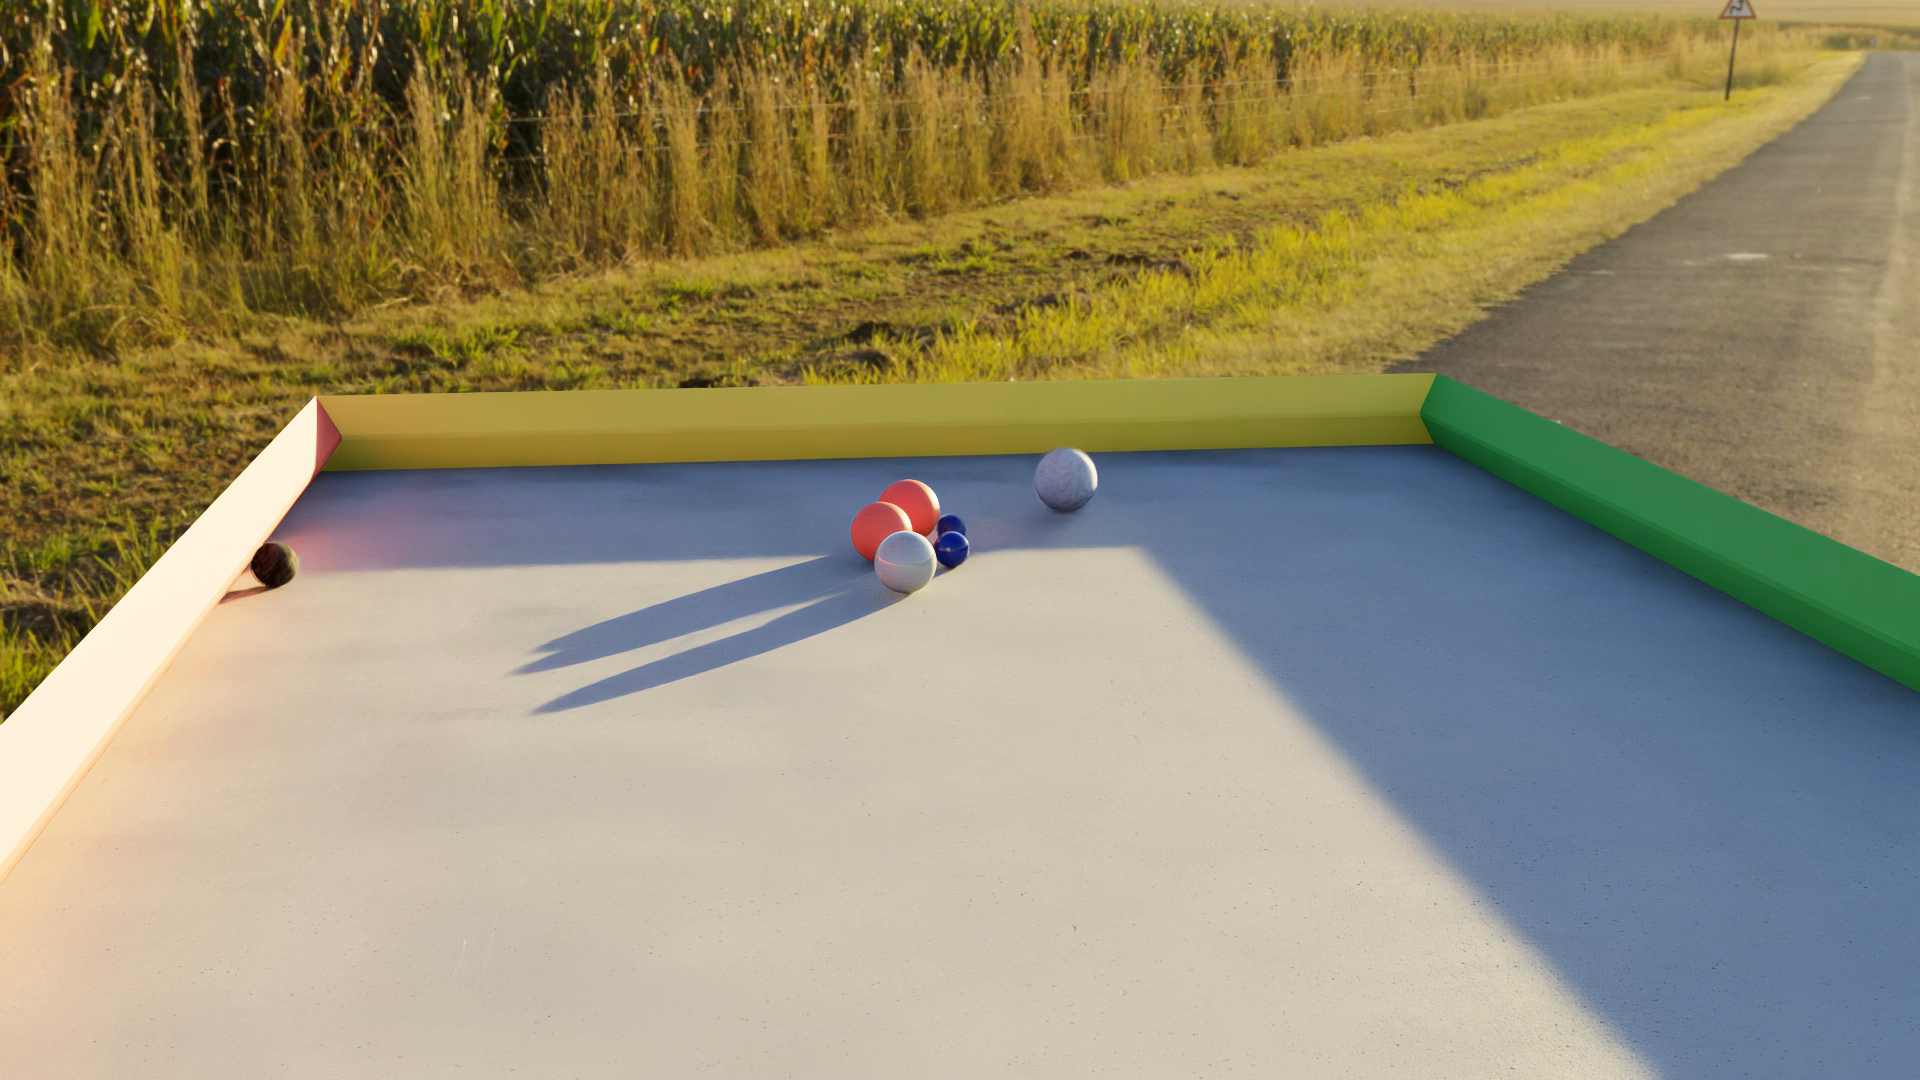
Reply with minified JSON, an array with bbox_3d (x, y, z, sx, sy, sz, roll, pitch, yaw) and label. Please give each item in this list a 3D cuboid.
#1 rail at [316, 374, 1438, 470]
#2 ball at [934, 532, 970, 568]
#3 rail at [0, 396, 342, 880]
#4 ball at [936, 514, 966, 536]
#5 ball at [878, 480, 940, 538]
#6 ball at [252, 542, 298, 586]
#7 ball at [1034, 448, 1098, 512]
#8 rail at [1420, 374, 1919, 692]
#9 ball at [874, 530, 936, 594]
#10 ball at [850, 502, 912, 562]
[{"bbox_3d":[-0.106,-0.197,3.689,1.899,0.122,0.045,-2,13,-8],"label":"rail"},{"bbox_3d":[-0.011,0.012,2.938,0.048,0.048,0.048,0,13,0],"label":"ball"},{"bbox_3d":[-0.808,0.179,2.029,0.045,0.122,3.232,-2,13,-8],"label":"rail"},{"bbox_3d":[-0.013,-0.015,3.074,0.042,0.042,0.042,0,13,0],"label":"ball"},{"bbox_3d":[-0.072,-0.041,3.081,0.088,0.088,0.088,0,13,0],"label":"ball"},{"bbox_3d":[-0.882,0.031,2.834,0.058,0.058,0.058,0,13,0],"label":"ball"},{"bbox_3d":[0.158,-0.089,3.281,0.094,0.094,0.094,0,13,0],"label":"ball"},{"bbox_3d":[1.026,0.124,2.272,0.045,0.122,3.232,-2,13,-8],"label":"rail"},{"bbox_3d":[-0.069,0.028,2.797,0.080,0.080,0.080,0,13,0],"label":"ball"},{"bbox_3d":[-0.105,-0.010,2.958,0.083,0.083,0.083,0,13,0],"label":"ball"}]
